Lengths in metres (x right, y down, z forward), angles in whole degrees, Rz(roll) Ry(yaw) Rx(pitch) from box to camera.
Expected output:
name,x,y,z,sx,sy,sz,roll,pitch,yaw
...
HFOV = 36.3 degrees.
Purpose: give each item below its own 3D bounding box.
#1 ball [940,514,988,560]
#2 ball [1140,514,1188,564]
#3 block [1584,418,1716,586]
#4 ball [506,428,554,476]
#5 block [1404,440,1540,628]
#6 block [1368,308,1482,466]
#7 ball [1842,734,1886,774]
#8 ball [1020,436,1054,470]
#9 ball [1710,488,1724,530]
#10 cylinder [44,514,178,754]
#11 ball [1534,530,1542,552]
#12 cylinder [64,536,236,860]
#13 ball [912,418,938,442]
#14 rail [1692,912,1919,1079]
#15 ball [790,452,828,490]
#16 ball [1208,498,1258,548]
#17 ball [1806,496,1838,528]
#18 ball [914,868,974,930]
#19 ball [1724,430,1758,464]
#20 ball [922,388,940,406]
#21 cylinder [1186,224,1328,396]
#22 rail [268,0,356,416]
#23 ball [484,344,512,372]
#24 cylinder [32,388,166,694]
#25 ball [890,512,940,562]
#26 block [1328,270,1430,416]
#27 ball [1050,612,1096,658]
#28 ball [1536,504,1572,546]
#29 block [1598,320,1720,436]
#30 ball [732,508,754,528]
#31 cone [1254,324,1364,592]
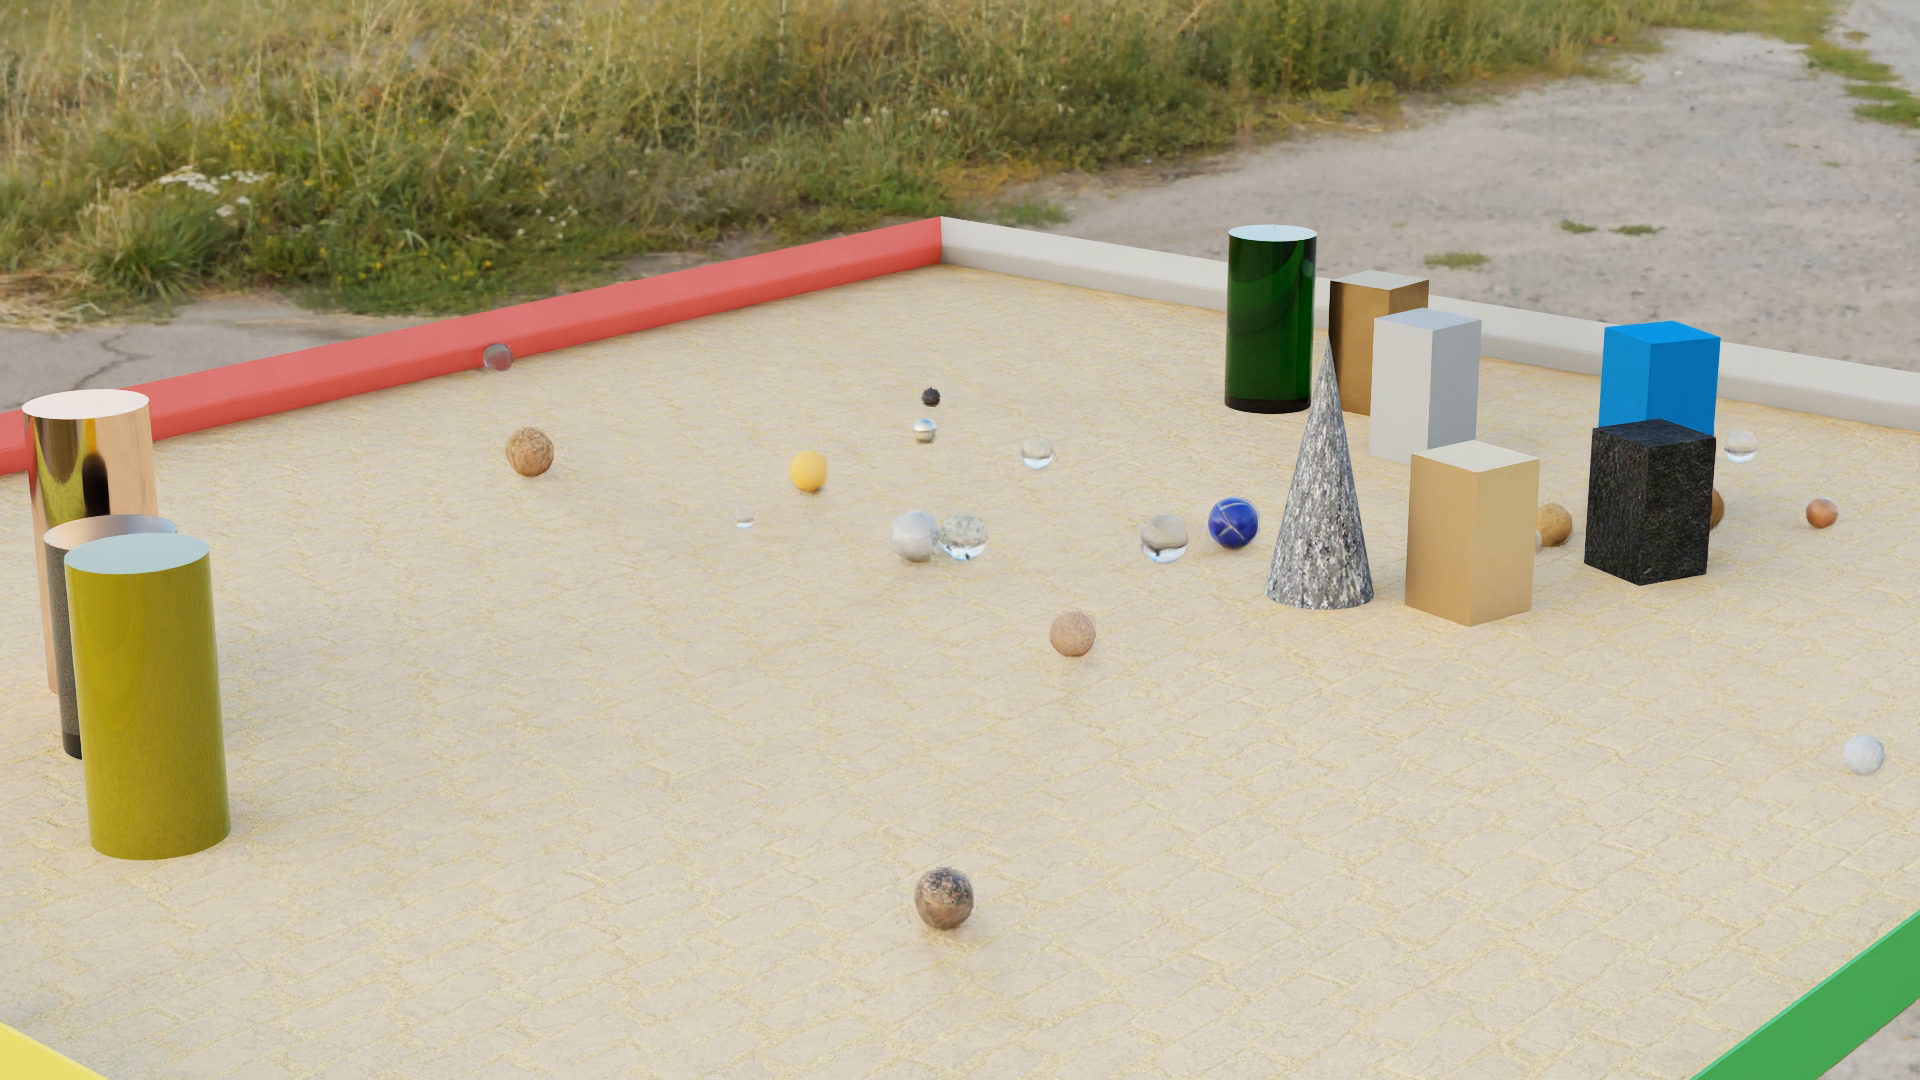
name,x,y,z,sx,sy,sz,roll,pitch,yaw
ball,0.007,-0.005,5.310,0.085,0.085,0.085,0,17,0
ball,0.368,-0.002,5.293,0.089,0.089,0.089,0,17,0
block,1.231,-0.069,5.233,0.153,0.252,0.153,-9,19,-26
ball,-0.858,-0.174,5.853,0.095,0.095,0.095,0,17,0
block,0.875,-0.013,5.015,0.153,0.271,0.153,-12,21,-35
block,0.947,-0.310,5.973,0.153,0.286,0.153,-14,22,-39
ball,1.325,0.315,4.297,0.059,0.059,0.059,0,17,0
ball,0.155,-0.177,5.909,0.068,0.068,0.068,0,17,0
ball,1.379,-0.059,5.475,0.094,0.094,0.094,0,17,0
cylinder,-1.258,0.146,4.390,0.191,0.329,0.191,0,17,0
ball,1.035,0.001,5.348,0.053,0.053,0.053,0,17,0
cylinder,-1.114,0.213,4.027,0.191,0.409,0.191,8,9,-1
ball,-0.073,-0.229,6.109,0.052,0.052,0.052,0,17,0
rail,1.455,0.396,3.911,0.045,0.124,4.332,14,22,39
ball,-0.297,-0.134,5.756,0.075,0.075,0.075,0,17,0
ball,0.501,-0.031,5.380,0.095,0.095,0.095,0,17,0
ball,1.620,-0.052,5.509,0.060,0.060,0.060,0,17,0
ball,-0.020,0.463,3.775,0.078,0.078,0.078,0,17,0
ball,1.585,-0.190,5.951,0.068,0.068,0.068,0,17,0
ball,-0.063,-0.313,6.406,0.041,0.041,0.041,0,17,0
cylinder,0.675,-0.481,6.379,0.191,0.191,0.379,-18,69,-46
rail,-1.467,-0.335,6.331,0.045,4.332,0.124,-7,35,-34
ball,-1.060,-0.418,6.714,0.064,0.064,0.064,0,17,0
cylinder,-1.362,0.006,4.633,0.191,0.456,0.191,7,21,-3
ball,-0.082,-0.007,5.308,0.090,0.090,0.090,0,17,0
block,0.905,-0.426,6.363,0.153,0.282,0.153,15,22,40
ball,0.184,0.155,4.799,0.075,0.075,0.075,0,17,0
ball,1.090,-0.029,5.403,0.078,0.078,0.078,0,17,0
block,1.315,-0.217,5.540,0.153,0.359,0.153,-6,18,-20
ball,-0.406,-0.041,5.507,0.041,0.041,0.041,0,17,0
cone,0.629,-0.129,5.067,0.191,0.463,0.191,-7,10,1
